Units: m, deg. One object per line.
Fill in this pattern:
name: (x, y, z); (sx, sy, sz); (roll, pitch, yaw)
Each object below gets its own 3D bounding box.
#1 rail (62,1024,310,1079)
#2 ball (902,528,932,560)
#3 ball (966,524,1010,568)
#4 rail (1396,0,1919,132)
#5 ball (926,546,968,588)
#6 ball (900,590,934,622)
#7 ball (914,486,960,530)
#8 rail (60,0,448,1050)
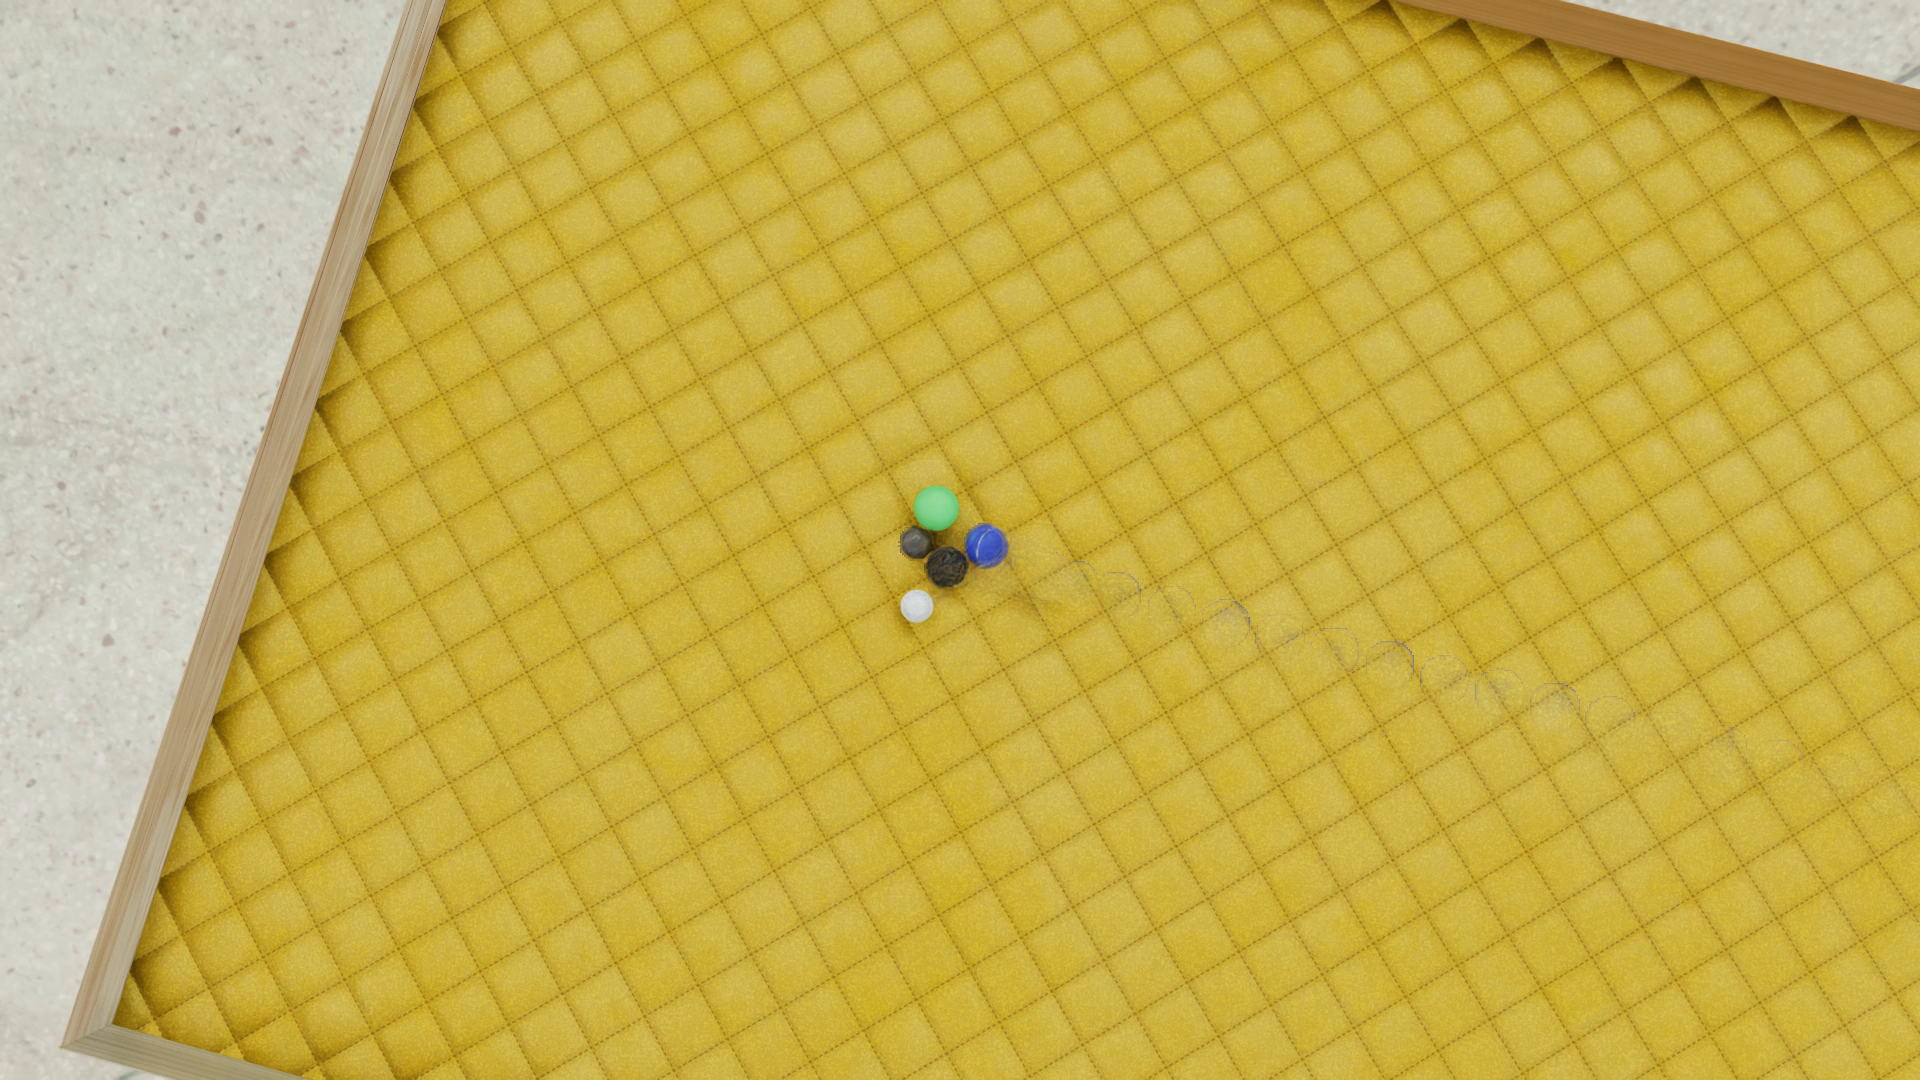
rail: (0.739, 1.230, 3.054); (4.150, 0.089, 0.045); (15, 80, 3)
ball: (-0.064, 0.005, 3.296); (0.048, 0.048, 0.048); (0, 80, 0)
ball: (0.041, 0.010, 3.287); (0.065, 0.065, 0.065); (0, 80, 0)
rail: (1.265, -0.709, 3.403); (4.150, 0.089, 0.045); (15, 80, 3)
ball: (-0.019, 0.041, 3.283); (0.061, 0.061, 0.061); (0, 80, 0)
ball: (-0.064, 0.098, 3.279); (0.050, 0.050, 0.050); (0, 80, 0)
ball: (-0.035, -0.048, 3.295); (0.069, 0.069, 0.069); (0, 80, 0)
rail: (-0.979, -0.260, 3.322); (0.045, 0.089, 2.087); (15, 80, 3)
